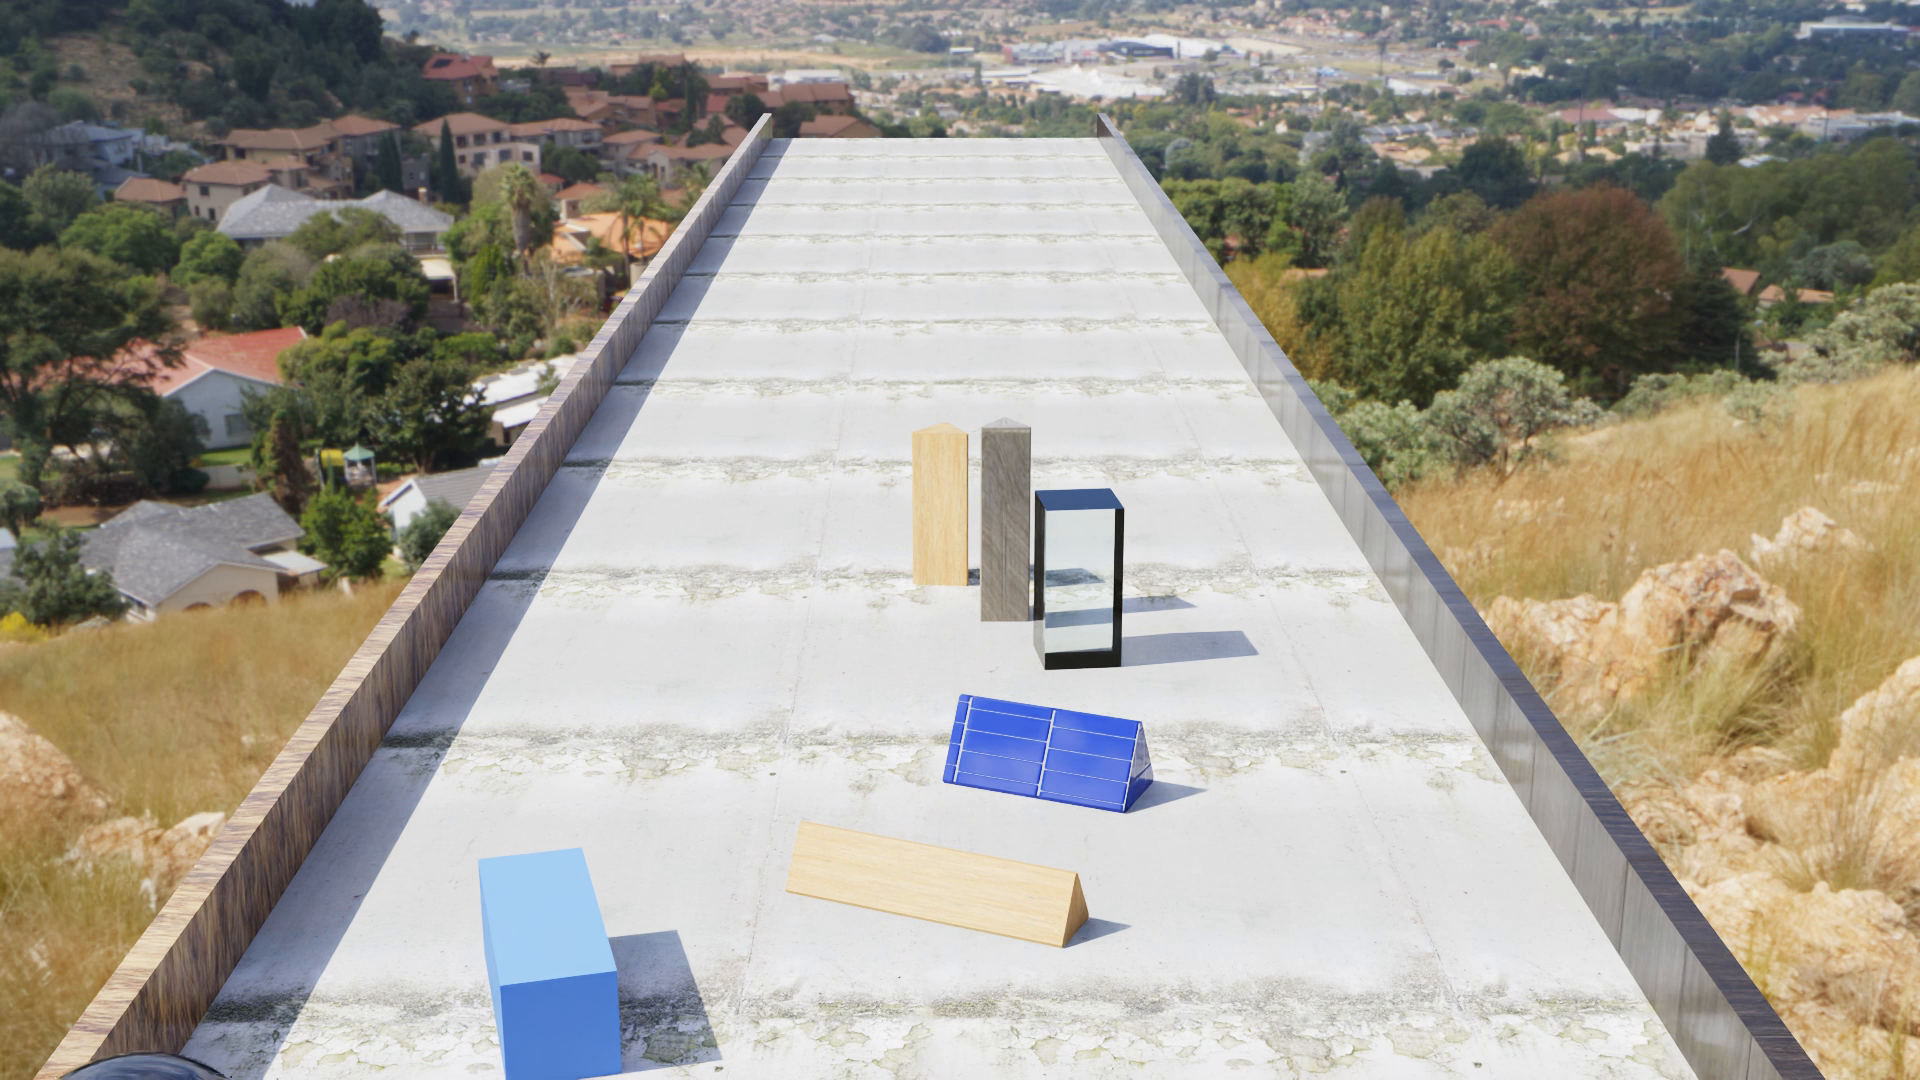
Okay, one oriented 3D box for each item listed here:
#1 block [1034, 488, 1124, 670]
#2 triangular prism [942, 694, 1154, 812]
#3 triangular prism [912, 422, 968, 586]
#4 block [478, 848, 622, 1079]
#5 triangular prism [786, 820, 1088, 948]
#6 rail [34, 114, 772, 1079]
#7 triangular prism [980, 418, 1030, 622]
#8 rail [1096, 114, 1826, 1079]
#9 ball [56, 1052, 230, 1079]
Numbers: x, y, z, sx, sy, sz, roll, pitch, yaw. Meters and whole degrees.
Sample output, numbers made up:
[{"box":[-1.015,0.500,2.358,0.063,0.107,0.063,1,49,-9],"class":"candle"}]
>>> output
[{"box":[0.235,0.077,4.393,0.154,0.328,0.154,-2,17,-6],"class":"block"},{"box":[0.153,0.352,3.793,0.332,0.134,0.155,7,18,22],"class":"triangular prism"},{"box":[-0.038,-0.081,4.890,0.122,0.347,0.105,2,17,6],"class":"triangular prism"},{"box":[-0.568,0.578,3.021,0.148,0.148,0.395,-5,17,-15],"class":"block"},{"box":[-0.038,0.509,3.339,0.459,0.096,0.110,7,18,23],"class":"triangular prism"},{"box":[-1.118,-0.838,7.780,0.050,0.150,12.000,0,17,-1],"class":"rail"},{"box":[0.094,-0.043,4.631,0.103,0.422,0.089,0,17,0],"class":"triangular prism"},{"box":[0.932,-0.844,7.801,0.050,0.150,12.000,0,17,-1],"class":"rail"},{"box":[-0.881,0.700,2.345,0.301,0.301,0.301,0,17,0],"class":"ball"}]
